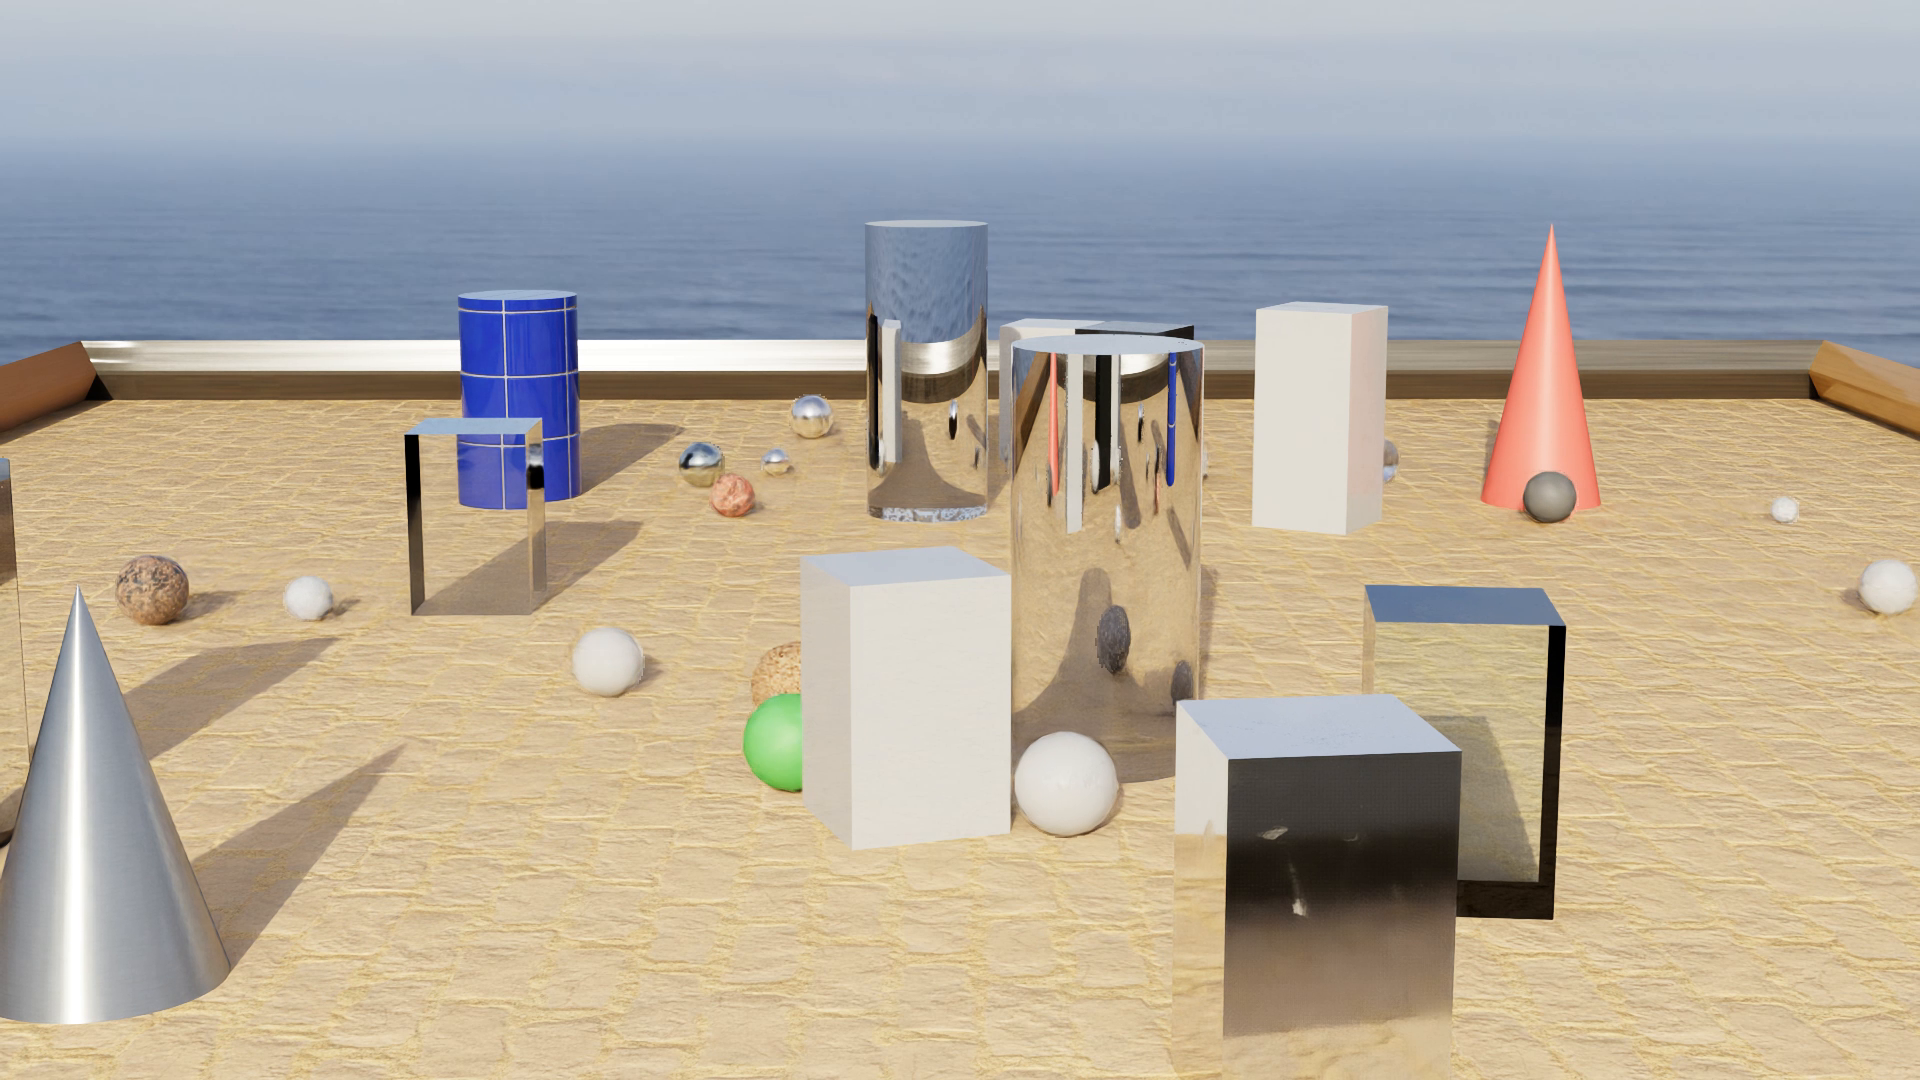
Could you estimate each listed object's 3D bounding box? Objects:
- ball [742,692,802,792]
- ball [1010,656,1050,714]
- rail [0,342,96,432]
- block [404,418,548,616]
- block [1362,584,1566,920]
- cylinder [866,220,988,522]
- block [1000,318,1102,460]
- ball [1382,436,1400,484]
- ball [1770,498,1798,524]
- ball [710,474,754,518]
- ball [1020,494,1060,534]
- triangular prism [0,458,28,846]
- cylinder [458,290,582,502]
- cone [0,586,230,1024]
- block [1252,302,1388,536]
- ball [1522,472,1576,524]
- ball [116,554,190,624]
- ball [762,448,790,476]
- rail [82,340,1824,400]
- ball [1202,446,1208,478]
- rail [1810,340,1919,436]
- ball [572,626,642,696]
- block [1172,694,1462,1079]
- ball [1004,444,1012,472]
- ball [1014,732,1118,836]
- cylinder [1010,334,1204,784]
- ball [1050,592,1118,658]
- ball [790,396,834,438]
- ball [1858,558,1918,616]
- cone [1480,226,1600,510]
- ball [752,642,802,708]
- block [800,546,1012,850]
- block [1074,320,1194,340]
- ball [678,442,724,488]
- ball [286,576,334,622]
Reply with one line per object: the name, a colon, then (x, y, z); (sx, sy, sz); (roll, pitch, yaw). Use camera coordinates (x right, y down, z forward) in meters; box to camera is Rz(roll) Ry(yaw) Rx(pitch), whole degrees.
ball: (-0.171, 0.205, 2.607); (0.100, 0.100, 0.100); (0, 10, 0)
ball: (0.069, 0.165, 2.920); (0.065, 0.065, 0.065); (0, 10, 0)
rail: (-1.897, 0.035, 3.438); (0.045, 0.130, 4.500); (0, 10, 0)
block: (-0.658, -0.034, 3.499); (0.160, 0.246, 0.160); (0, 10, -1)
block: (0.441, 0.185, 2.278); (0.160, 0.260, 0.160); (1, 11, 5)
cylinder: (-0.054, -0.279, 4.198); (0.199, 0.474, 0.199); (0, 10, 0)
block: (0.174, -0.283, 4.836); (0.160, 0.249, 0.160); (4, 11, 19)
ball: (0.720, -0.139, 4.485); (0.093, 0.093, 0.093); (0, 10, 0)
ball: (1.328, -0.048, 4.136); (0.042, 0.042, 0.042); (0, 10, 0)
ball: (-0.371, -0.072, 4.186); (0.071, 0.071, 0.071); (0, 10, 0)
ball: (0.125, -0.042, 4.043); (0.064, 0.064, 0.064); (0, 10, 0)
triangular prism: (-0.944, 0.111, 2.403); (0.173, 0.360, 0.150); (7, 12, 32)
cylinder: (-0.750, -0.247, 4.382); (0.199, 0.343, 0.199); (0, 10, 0)
cone: (-0.693, 0.194, 2.044); (0.199, 0.326, 0.199); (0, 10, 0)
block: (0.576, -0.198, 4.108); (0.160, 0.348, 0.160); (6, 12, 29)
ball: (0.949, -0.069, 4.129); (0.085, 0.085, 0.085); (0, 10, 0)
ball: (-1.064, 0.066, 3.381); (0.093, 0.093, 0.093); (0, 10, 0)
ball: (-0.331, -0.141, 4.621); (0.049, 0.049, 0.049); (0, 10, 0)
rail: (-0.013, -0.371, 5.638); (3.842, 0.130, 0.045); (0, 10, 0)
ball: (0.387, -0.136, 4.474); (0.092, 0.092, 0.092); (0, 10, 0)
rail: (1.897, 0.031, 3.459); (0.045, 0.130, 4.500); (0, 10, 0)
ball: (-0.413, 0.142, 2.998); (0.082, 0.082, 0.082); (0, 10, 0)
block: (0.245, 0.264, 1.804); (0.160, 0.276, 0.160); (-1, 11, -7)
ball: (0.116, -0.146, 4.587); (0.071, 0.071, 0.071); (0, 10, 0)
ball: (0.102, 0.233, 2.457); (0.100, 0.100, 0.100); (0, 10, 0)
cylinder: (0.153, 0.015, 2.694); (0.199, 0.442, 0.199); (0, 10, 0)
ball: (0.154, 0.106, 3.189); (0.084, 0.084, 0.084); (0, 10, 0)
ball: (-0.293, -0.244, 5.077); (0.085, 0.085, 0.085); (0, 10, 0)
ball: (1.244, 0.063, 3.439); (0.076, 0.076, 0.076); (0, 10, 0)
cone: (0.983, -0.297, 4.304); (0.199, 0.470, 0.199); (0, 10, 0)
ball: (-0.181, 0.162, 2.840); (0.099, 0.099, 0.099); (0, 10, 0)
block: (-0.054, 0.149, 2.490); (0.160, 0.253, 0.160); (-4, 11, -20)
block: (0.312, -0.249, 4.601); (0.160, 0.268, 0.160); (6, 12, 29)
ball: (-0.452, -0.131, 4.482); (0.079, 0.079, 0.079); (0, 10, 0)
ball: (-0.863, 0.077, 3.403); (0.061, 0.061, 0.061); (0, 10, 0)
